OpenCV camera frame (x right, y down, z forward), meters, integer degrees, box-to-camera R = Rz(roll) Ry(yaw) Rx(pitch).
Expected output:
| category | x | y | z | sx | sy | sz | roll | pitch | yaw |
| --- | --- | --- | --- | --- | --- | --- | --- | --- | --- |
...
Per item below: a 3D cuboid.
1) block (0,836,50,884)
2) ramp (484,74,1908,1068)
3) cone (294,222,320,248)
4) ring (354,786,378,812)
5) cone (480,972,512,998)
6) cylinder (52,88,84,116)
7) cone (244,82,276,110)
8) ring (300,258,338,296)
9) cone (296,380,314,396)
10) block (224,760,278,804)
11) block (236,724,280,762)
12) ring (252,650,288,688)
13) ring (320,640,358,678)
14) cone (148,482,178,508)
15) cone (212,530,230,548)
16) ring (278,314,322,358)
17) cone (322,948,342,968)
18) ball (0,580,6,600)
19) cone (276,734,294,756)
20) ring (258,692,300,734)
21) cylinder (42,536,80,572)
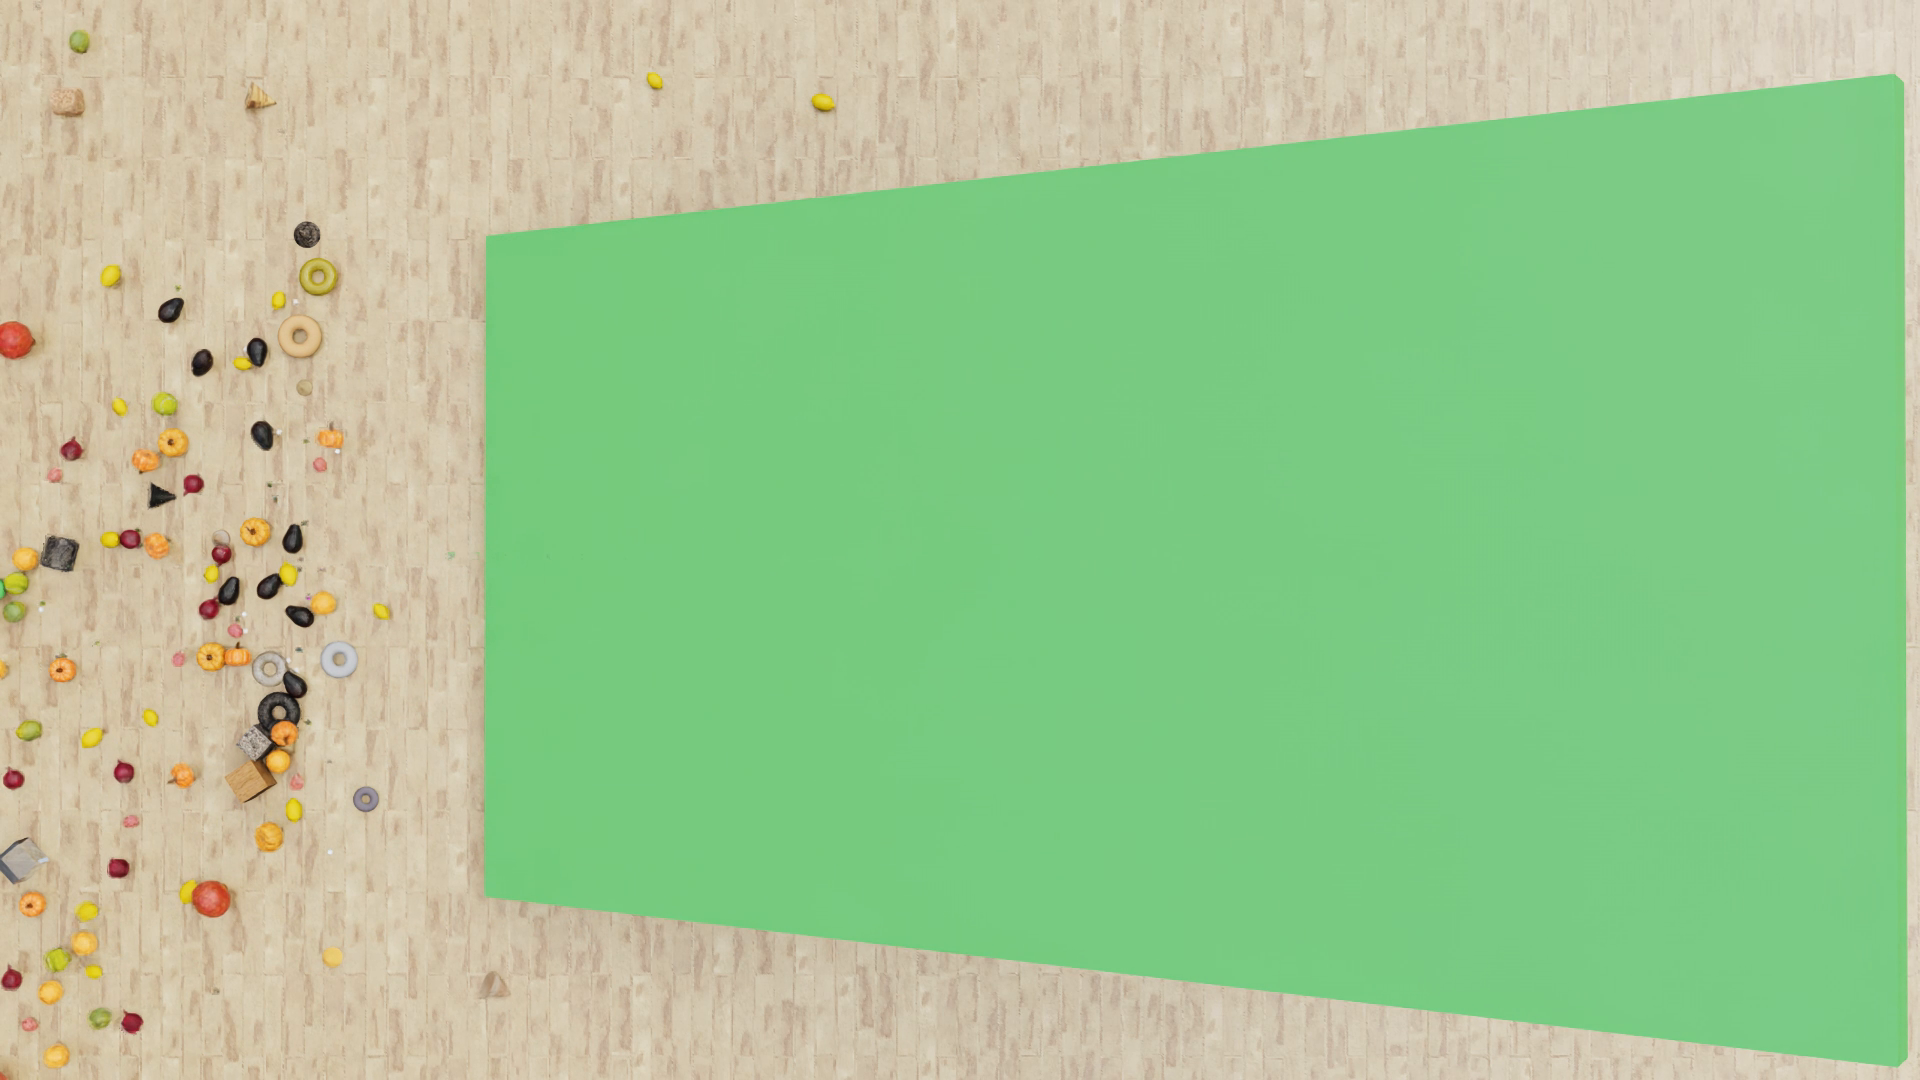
| category | x | y | z | sx | sy | sz | roll | pitch | yaw |
| --- | --- | --- | --- | --- | --- | --- | --- | --- | --- |
| block | -2.852 | 0.975 | 6.683 | 0.095 | 0.095 | 0.095 | -42 | 90 | 0 |
| ramp | 0.251 | 0.069 | 5.582 | 4.000 | 0.100 | 2.000 | 0 | 89 | 34 |
| cone | -2.003 | -0.937 | 6.705 | 0.083 | 0.083 | 0.083 | 0 | 90 | 0 |
| ring | -1.815 | 0.792 | 6.720 | 0.078 | 0.026 | 0.078 | 0 | 90 | -1 |
| cone | -1.405 | 1.374 | 6.708 | 0.087 | 0.087 | 0.087 | 30 | 90 | -27 |
| cylinder | -2.724 | -1.336 | 6.713 | 0.075 | 0.075 | 0.075 | -6 | 90 | -10 |
| cone | -2.133 | -1.348 | 6.730 | 0.090 | 0.090 | 0.090 | 13 | 89 | -26 |
| ring | -1.963 | -0.805 | 6.726 | 0.117 | 0.039 | 0.117 | 0 | 88 | 0 |
| cone | -2.009 | -0.467 | 6.717 | 0.052 | 0.052 | 0.052 | 0 | 90 | 0 |
| block | -2.156 | 0.730 | 6.685 | 0.096 | 0.096 | 0.096 | -33 | 90 | 0 |
| block | -2.137 | 0.616 | 6.695 | 0.079 | 0.079 | 0.079 | 41 | 90 | 0 |
| ring | -2.108 | 0.394 | 6.717 | 0.112 | 0.037 | 0.112 | 0 | 91 | -1 |
| ring | -1.896 | 0.365 | 6.717 | 0.115 | 0.038 | 0.115 | 0 | 90 | -1 |
| cone | -2.434 | -0.134 | 6.721 | 0.083 | 0.083 | 0.083 | 3 | 89 | -27 |
| cone | -2.265 | -0.003 | 6.710 | 0.058 | 0.058 | 0.058 | 0 | 90 | 0 |
| ring | -2.018 | -0.623 | 6.722 | 0.134 | 0.045 | 0.134 | 0 | 91 | -1 |
| cone | -1.920 | 1.277 | 6.697 | 0.063 | 0.063 | 0.063 | 0 | 90 | 0 |
| ball | -2.947 | 0.150 | 6.699 | 0.077 | 0.077 | 0.077 | 0 | 90 | 0 |
| cone | -2.051 | 0.619 | 6.720 | 0.060 | 0.060 | 0.060 | 17 | 64 | 0 |
| ring | -2.079 | 0.528 | 6.713 | 0.131 | 0.044 | 0.131 | 0 | 93 | -1 |
| cylinder | -2.737 | 0.041 | 6.693 | 0.091 | 0.091 | 0.091 | 14 | 90 | 0 |
